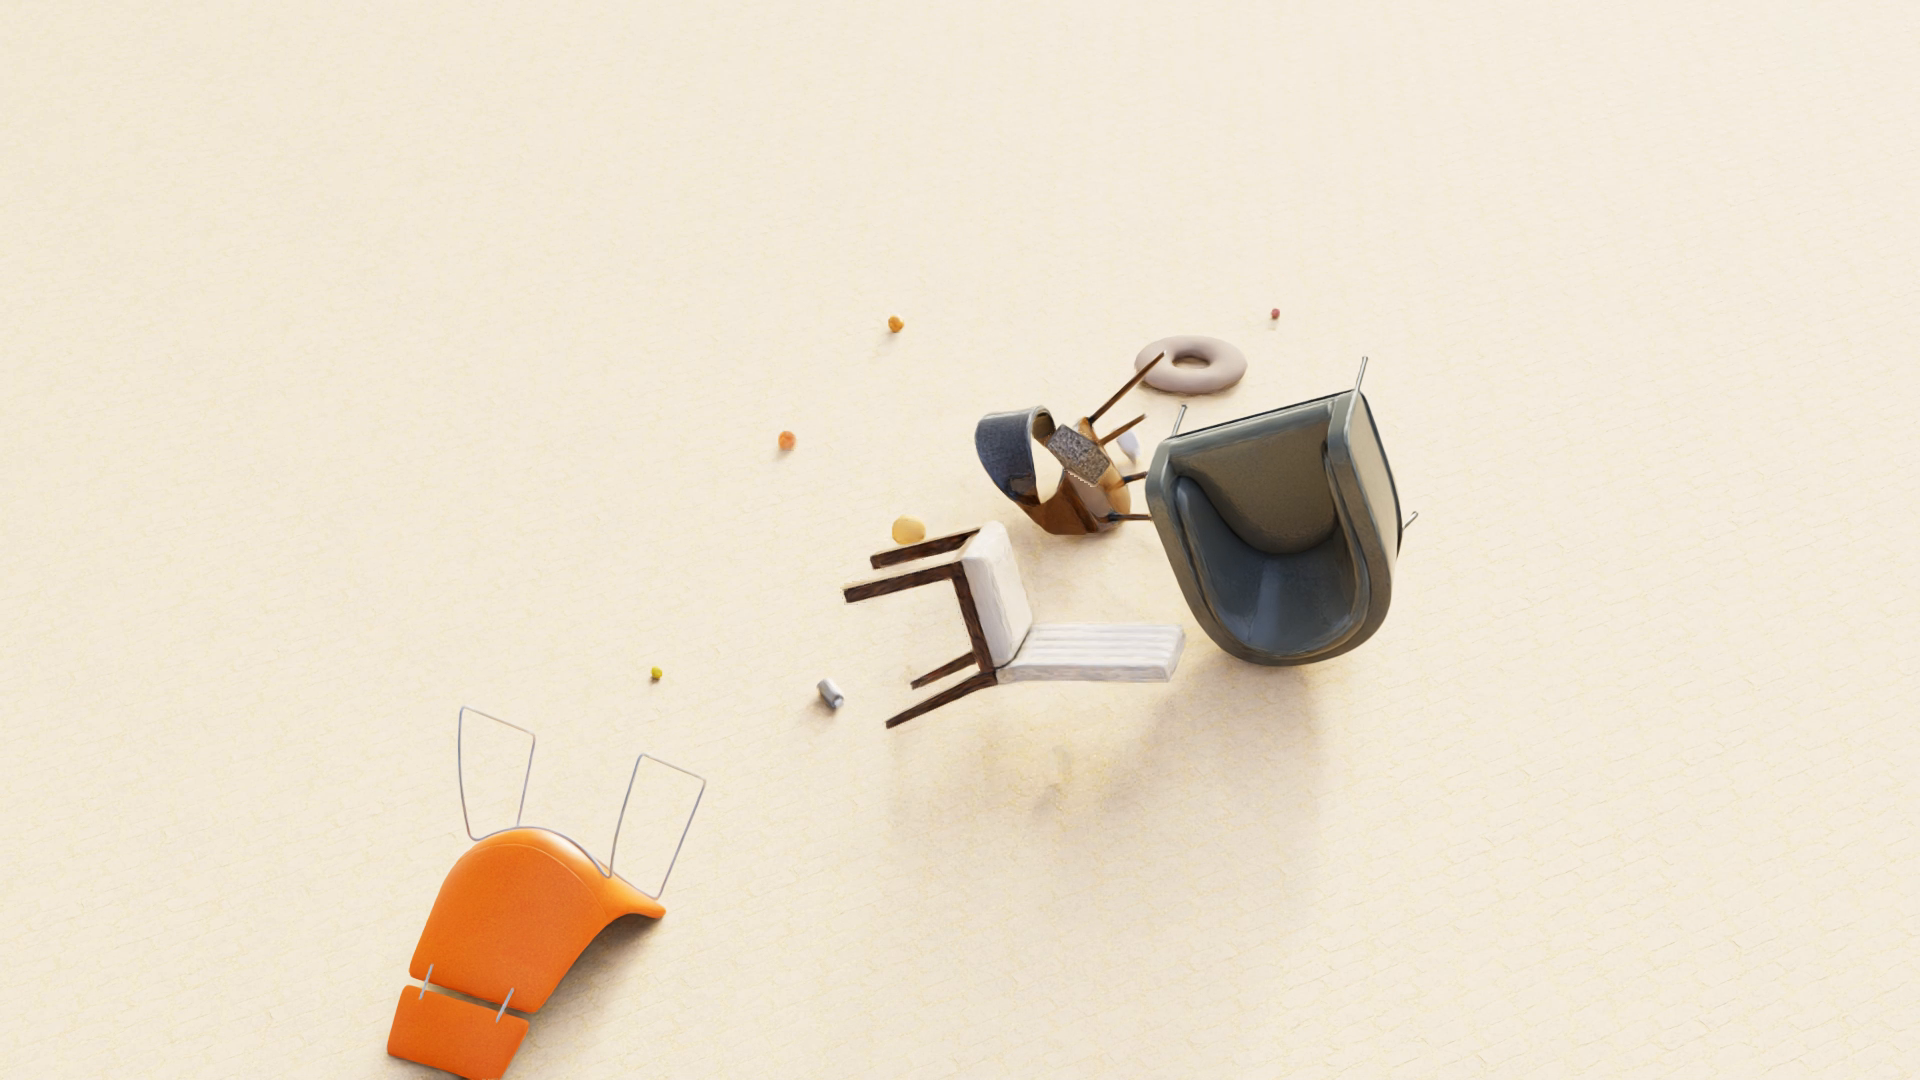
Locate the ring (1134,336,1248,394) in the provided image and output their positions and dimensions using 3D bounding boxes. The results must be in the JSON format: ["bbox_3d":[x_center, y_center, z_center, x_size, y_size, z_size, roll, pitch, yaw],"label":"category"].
[{"bbox_3d":[0.944,-0.718,11.975,0.466,0.066,0.436,-10,35,-15],"label":"ring"}]

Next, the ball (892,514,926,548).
[{"bbox_3d":[-0.190,-0.033,10.878,0.129,0.129,0.129,0,33,0],"label":"ball"}]

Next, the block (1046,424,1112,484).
[{"bbox_3d":[0.428,-0.311,10.604,0.166,0.168,0.101,33,82,33],"label":"block"}]

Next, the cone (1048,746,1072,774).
[{"bbox_3d":[0.330,0.731,9.722,0.082,0.096,0.040,-10,4,8],"label":"cone"}]
